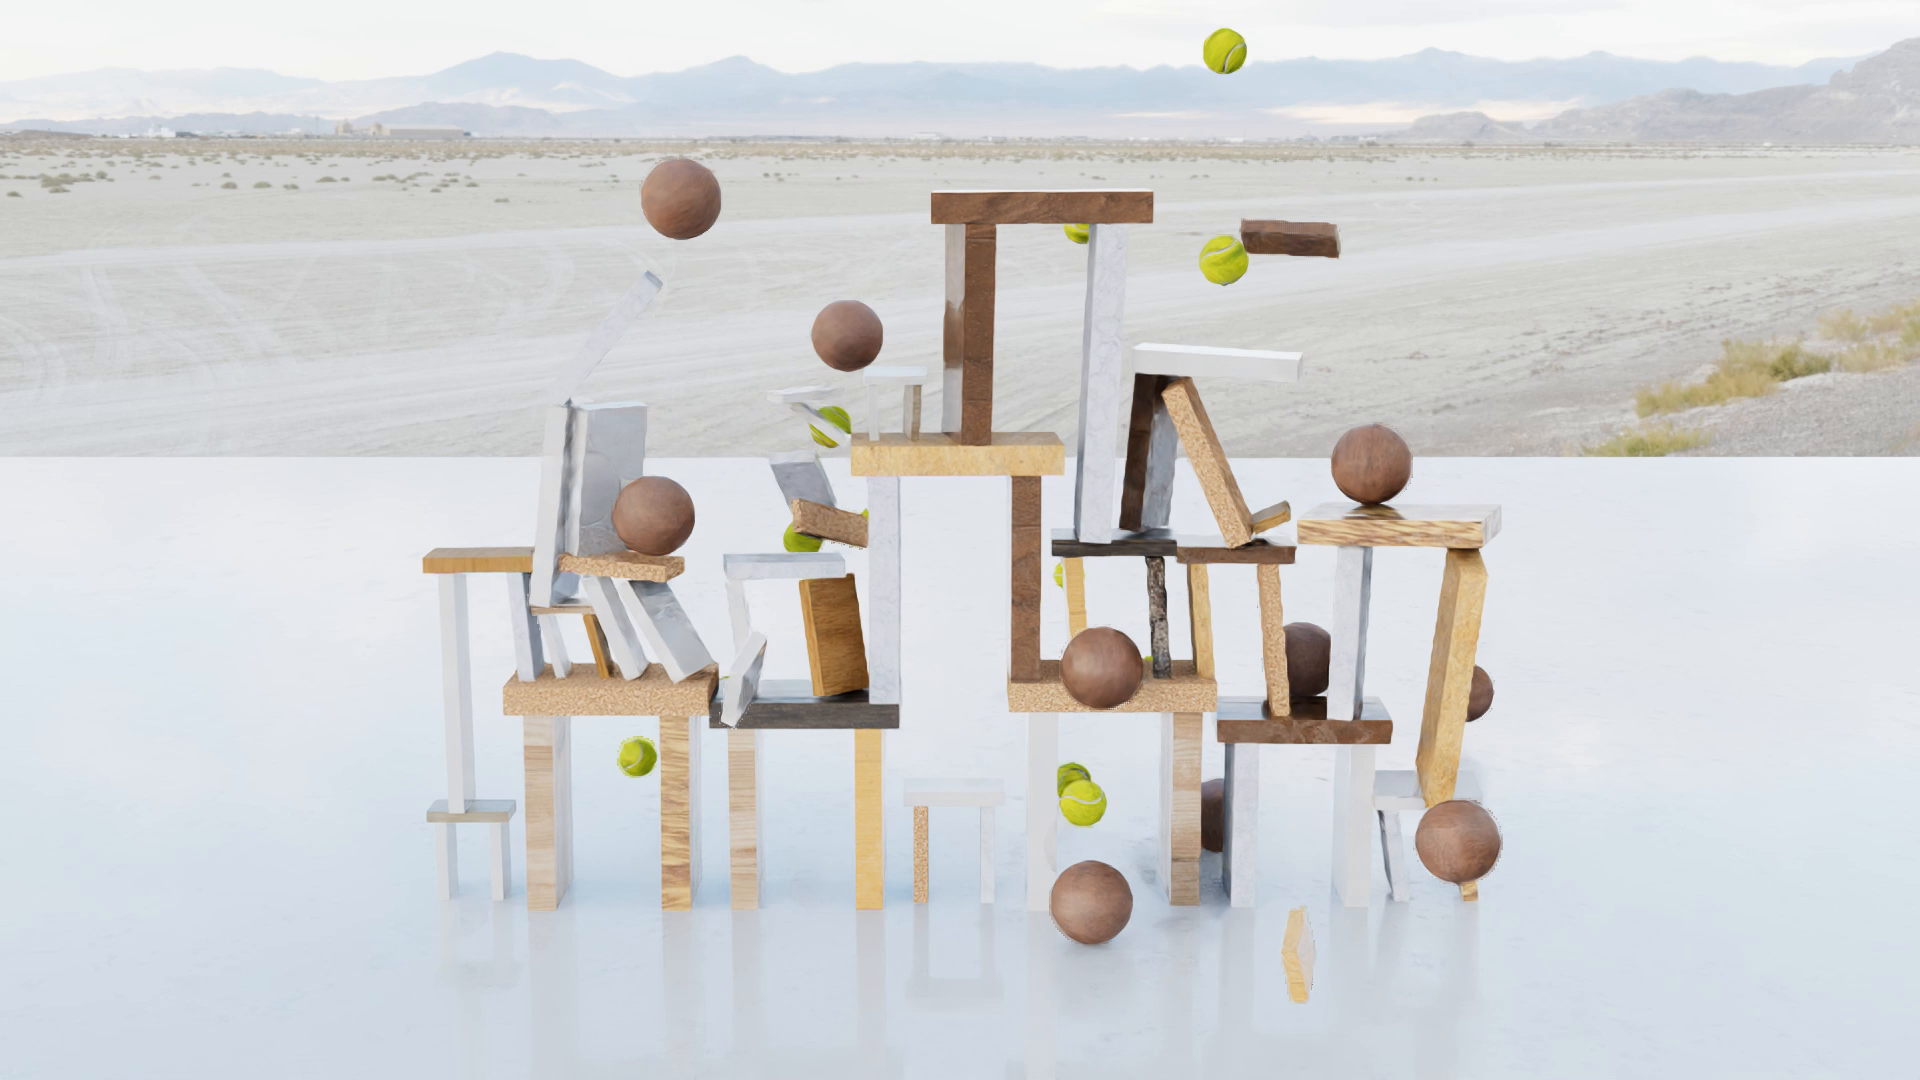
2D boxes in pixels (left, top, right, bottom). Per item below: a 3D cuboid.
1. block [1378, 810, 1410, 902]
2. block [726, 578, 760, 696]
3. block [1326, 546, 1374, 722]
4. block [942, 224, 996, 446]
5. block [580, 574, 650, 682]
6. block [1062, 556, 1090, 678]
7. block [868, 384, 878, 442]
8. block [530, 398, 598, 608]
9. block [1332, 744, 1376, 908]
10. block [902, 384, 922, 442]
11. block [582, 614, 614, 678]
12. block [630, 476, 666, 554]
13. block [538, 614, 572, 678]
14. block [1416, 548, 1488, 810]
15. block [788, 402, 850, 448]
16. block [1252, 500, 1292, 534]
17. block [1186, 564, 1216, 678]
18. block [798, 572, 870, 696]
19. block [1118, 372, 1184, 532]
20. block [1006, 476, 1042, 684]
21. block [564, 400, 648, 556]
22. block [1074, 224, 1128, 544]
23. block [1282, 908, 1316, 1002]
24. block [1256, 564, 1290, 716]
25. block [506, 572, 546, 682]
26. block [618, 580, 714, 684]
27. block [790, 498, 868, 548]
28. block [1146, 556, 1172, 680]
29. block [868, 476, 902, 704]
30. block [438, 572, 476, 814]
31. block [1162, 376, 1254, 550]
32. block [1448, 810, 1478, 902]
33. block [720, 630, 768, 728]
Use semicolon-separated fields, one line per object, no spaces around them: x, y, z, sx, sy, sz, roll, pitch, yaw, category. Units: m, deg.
0.715;0.500;3.636;0.025;0.174;0.087;-10;22;4;block
-0.354;0.151;3.587;0.027;0.190;0.095;-8;10;-3;block
0.635;0.133;3.570;0.041;0.291;0.145;5;13;16;block
0.013;-0.332;3.499;0.049;0.343;0.171;-1;10;-11;block
-0.561;0.134;3.584;0.026;0.181;0.090;-22;10;5;block
0.188;0.117;3.580;0.028;0.199;0.099;-5;10;0;block
-0.139;-0.212;3.503;0.014;0.098;0.049;-3;24;-5;block
-0.641;-0.062;3.553;0.034;0.325;0.121;10;12;12;block
0.651;0.451;3.644;0.040;0.280;0.140;0;12;0;block
-0.076;-0.212;3.502;0.014;0.098;0.049;-5;25;-17;block
-0.590;0.168;3.592;0.015;0.107;0.054;-14;10;3;block
-0.538;-0.016;3.764;0.022;0.173;0.079;8;13;-19;block
-0.661;0.168;3.592;0.015;0.107;0.054;-14;10;3;block
0.779;0.212;3.496;0.041;0.412;0.145;4;24;3;block
-0.225;-0.190;3.530;0.109;0.015;0.054;36;9;-7;block
0.505;-0.037;3.564;0.062;0.017;0.123;-23;5;11;block
0.391;0.119;3.583;0.027;0.190;0.095;-5;12;2;block
-0.205;0.153;3.579;0.095;0.190;0.027;-9;1;-40;block
0.314;-0.148;3.585;0.037;0.259;0.130;10;10;25;block
0.103;0.049;3.571;0.048;0.336;0.168;0;10;-2;block
-0.571;-0.100;3.548;0.034;0.241;0.121;20;19;41;block
0.224;-0.256;3.511;0.049;0.499;0.171;2;10;-1;block
0.386;0.472;2.504;0.017;0.062;0.123;-11;9;15;block
0.509;0.152;3.576;0.027;0.252;0.095;-6;12;3;block
-0.708;0.132;3.585;0.025;0.178;0.089;-4;10;1;block
-0.478;0.139;3.574;0.026;0.181;0.090;-32;-2;29;block
-0.219;-0.027;3.763;0.015;0.054;0.307;-9;-8;18;block
0.323;0.117;3.579;0.028;0.199;0.099;-4;10;4;block
-0.122;0.066;3.566;0.048;0.368;0.168;0;10;0;block
-0.824;0.243;3.605;0.025;0.400;0.089;0;11;0;block
0.399;-0.126;3.520;0.037;0.269;0.130;-23;7;15;block
0.830;0.500;3.637;0.025;0.174;0.087;-8;22;4;block
-0.325;0.211;3.316;0.022;0.158;0.079;26;56;6;block
